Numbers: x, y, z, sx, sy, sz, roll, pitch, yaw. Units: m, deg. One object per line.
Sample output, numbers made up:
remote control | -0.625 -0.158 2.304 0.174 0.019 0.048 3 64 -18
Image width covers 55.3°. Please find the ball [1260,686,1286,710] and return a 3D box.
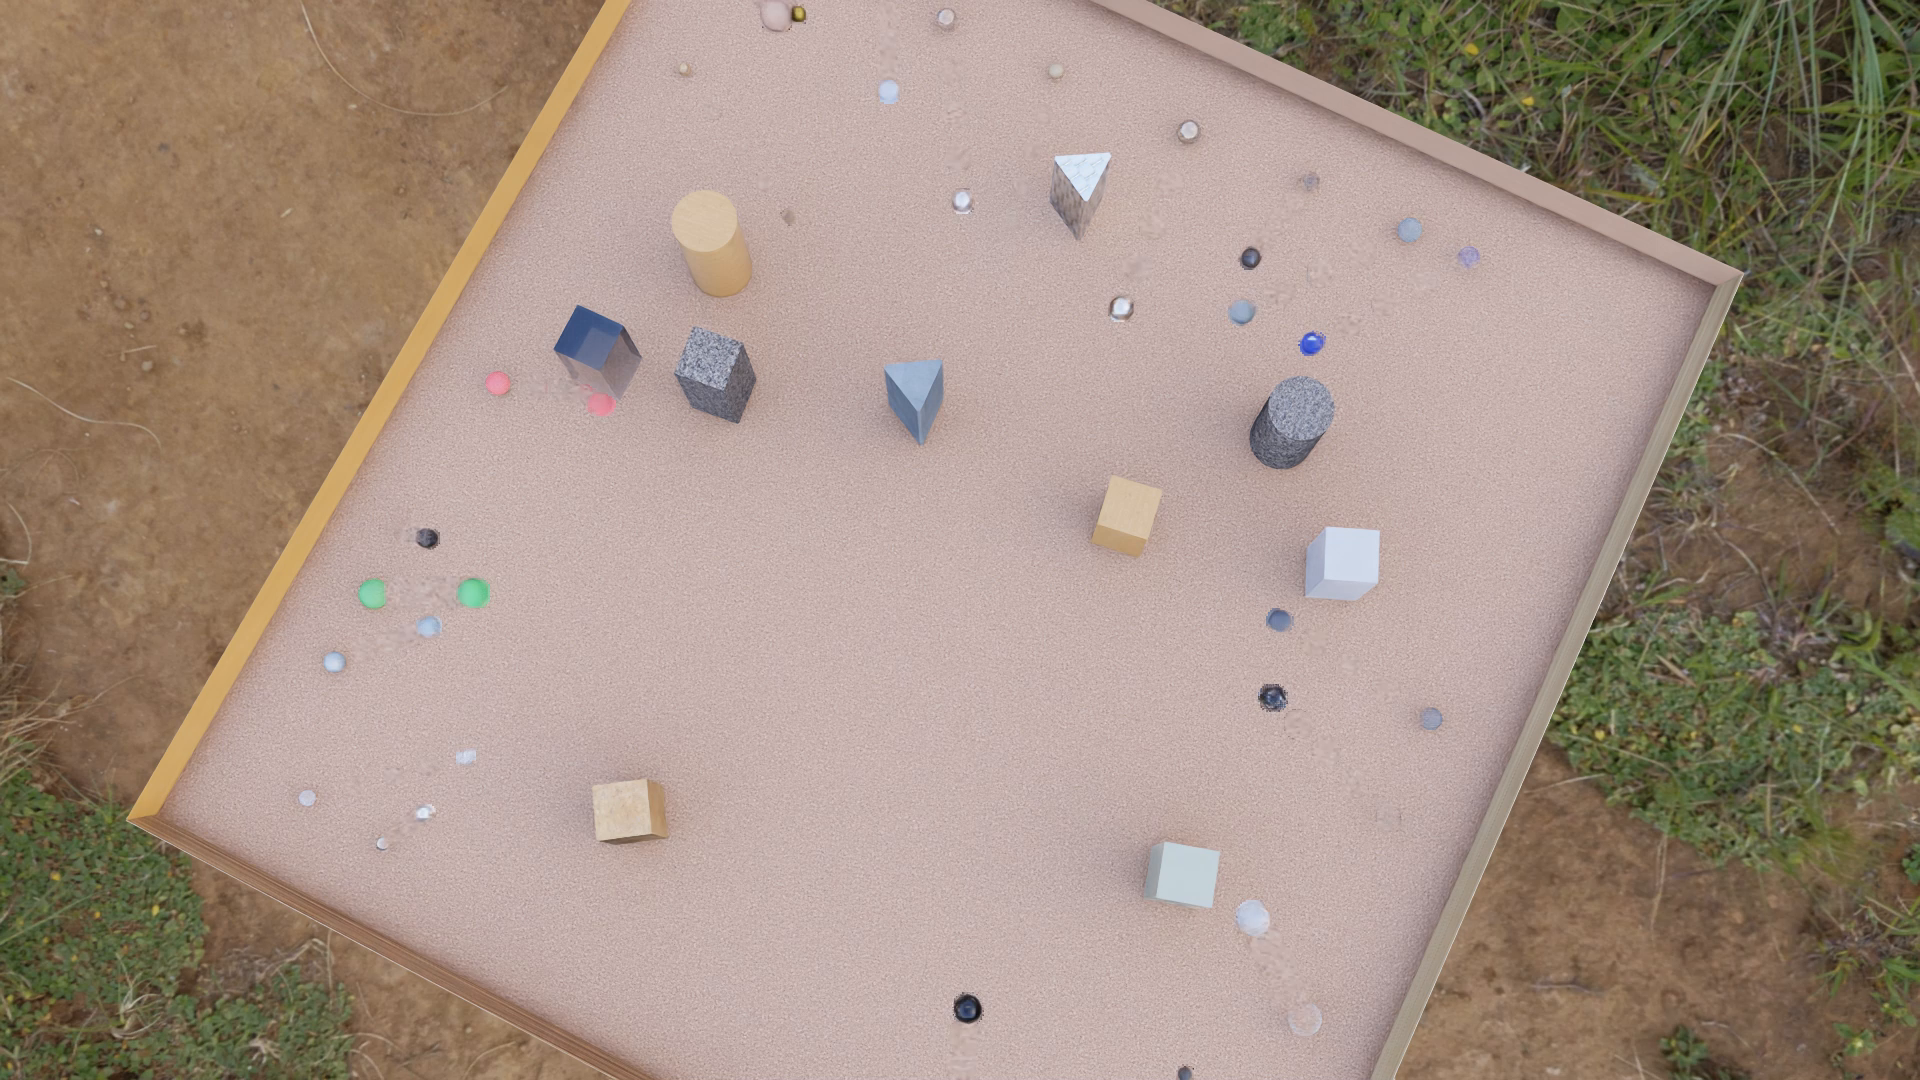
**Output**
ball | 0.936 0.471 5.481 0.075 0.075 0.075 0 78 0

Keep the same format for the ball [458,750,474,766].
ball | -1.471 0.647 5.458 0.048 0.048 0.048 0 78 0

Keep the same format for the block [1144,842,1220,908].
block | 0.630 0.960 5.234 0.155 0.360 0.155 10 78 2

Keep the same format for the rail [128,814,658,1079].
rail | -0.809 1.591 5.222 3.586 0.126 0.045 26 80 5

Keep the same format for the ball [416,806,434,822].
ball | -1.585 0.810 5.423 0.050 0.050 0.050 0 78 0

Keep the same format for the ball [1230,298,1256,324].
ball | 0.884 -0.714 5.725 0.078 0.078 0.078 0 78 0

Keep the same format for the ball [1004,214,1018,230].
ball | 0.161 -1.005 5.800 0.049 0.049 0.049 0 78 0

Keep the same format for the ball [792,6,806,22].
ball | -0.523 -1.705 5.943 0.052 0.052 0.052 0 78 0

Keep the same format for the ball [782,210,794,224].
ball | -0.544 -1.024 5.808 0.041 0.041 0.041 0 78 0

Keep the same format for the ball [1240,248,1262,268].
ball | 0.915 -0.888 5.768 0.064 0.064 0.064 0 78 0

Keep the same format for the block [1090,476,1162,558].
block | 0.497 -0.069 5.495 0.155 0.266 0.155 18 79 4

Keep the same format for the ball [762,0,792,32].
ball | -0.592 -1.691 5.917 0.097 0.097 0.097 0 78 0

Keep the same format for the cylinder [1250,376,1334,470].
cylinder | 0.994 -0.349 5.508 0.194 0.355 0.194 0 78 0

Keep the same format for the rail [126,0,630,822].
rail | -1.583 -0.768 5.710 0.045 0.126 3.665 26 80 5

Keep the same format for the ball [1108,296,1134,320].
ball | 0.505 -0.725 5.726 0.079 0.079 0.079 0 78 0

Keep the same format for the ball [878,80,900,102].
ball | -0.228 -1.442 5.879 0.070 0.070 0.070 0 78 0

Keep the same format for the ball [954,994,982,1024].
ball | 0.023 1.355 5.295 0.081 0.081 0.081 0 78 0

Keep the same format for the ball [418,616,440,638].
ball | -1.603 0.262 5.530 0.064 0.064 0.064 0 78 0

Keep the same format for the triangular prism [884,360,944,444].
triangular prism | -0.111 -0.441 5.508 0.145 0.391 0.168 -36 81 -7

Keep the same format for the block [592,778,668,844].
block | -0.953 0.789 5.306 0.155 0.289 0.155 -7 78 -2

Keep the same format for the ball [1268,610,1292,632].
ball | 0.966 0.243 5.531 0.069 0.069 0.069 0 78 0

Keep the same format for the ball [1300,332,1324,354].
ball | 1.097 -0.612 5.707 0.071 0.071 0.071 0 78 0

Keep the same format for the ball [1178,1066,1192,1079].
ball | 0.648 1.539 5.277 0.041 0.041 0.041 0 78 0

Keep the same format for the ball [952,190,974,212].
ball | 0.007 -1.074 5.803 0.071 0.071 0.071 0 78 0

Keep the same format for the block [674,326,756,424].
block | -0.734 -0.494 5.530 0.155 0.369 0.155 20 79 4

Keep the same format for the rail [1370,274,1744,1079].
rail | 1.583 0.782 5.390 0.045 0.126 3.665 26 80 5

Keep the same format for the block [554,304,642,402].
block | -1.096 -0.564 5.567 0.155 0.325 0.155 25 79 5

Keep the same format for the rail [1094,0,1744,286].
rail | 0.809 -1.578 5.878 3.586 0.126 0.045 26 80 5

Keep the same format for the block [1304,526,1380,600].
block | 1.134 0.073 5.447 0.155 0.303 0.155 5 78 1

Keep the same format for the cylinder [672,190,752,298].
cylinder | -0.753 -0.900 5.597 0.194 0.402 0.194 0 78 0

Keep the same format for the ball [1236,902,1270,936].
ball | 0.855 1.104 5.339 0.096 0.096 0.096 0 78 0

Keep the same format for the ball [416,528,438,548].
ball | -1.626 -0.007 5.586 0.063 0.063 0.063 0 78 0

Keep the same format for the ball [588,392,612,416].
ball | -1.111 -0.421 5.665 0.075 0.075 0.075 0 78 0

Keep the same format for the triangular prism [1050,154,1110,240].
triangular prism | 0.392 -1.089 5.672 0.145 0.333 0.168 -33 80 -6

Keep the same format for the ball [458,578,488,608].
ball | -1.471 0.160 5.537 0.091 0.091 0.091 0 78 0
